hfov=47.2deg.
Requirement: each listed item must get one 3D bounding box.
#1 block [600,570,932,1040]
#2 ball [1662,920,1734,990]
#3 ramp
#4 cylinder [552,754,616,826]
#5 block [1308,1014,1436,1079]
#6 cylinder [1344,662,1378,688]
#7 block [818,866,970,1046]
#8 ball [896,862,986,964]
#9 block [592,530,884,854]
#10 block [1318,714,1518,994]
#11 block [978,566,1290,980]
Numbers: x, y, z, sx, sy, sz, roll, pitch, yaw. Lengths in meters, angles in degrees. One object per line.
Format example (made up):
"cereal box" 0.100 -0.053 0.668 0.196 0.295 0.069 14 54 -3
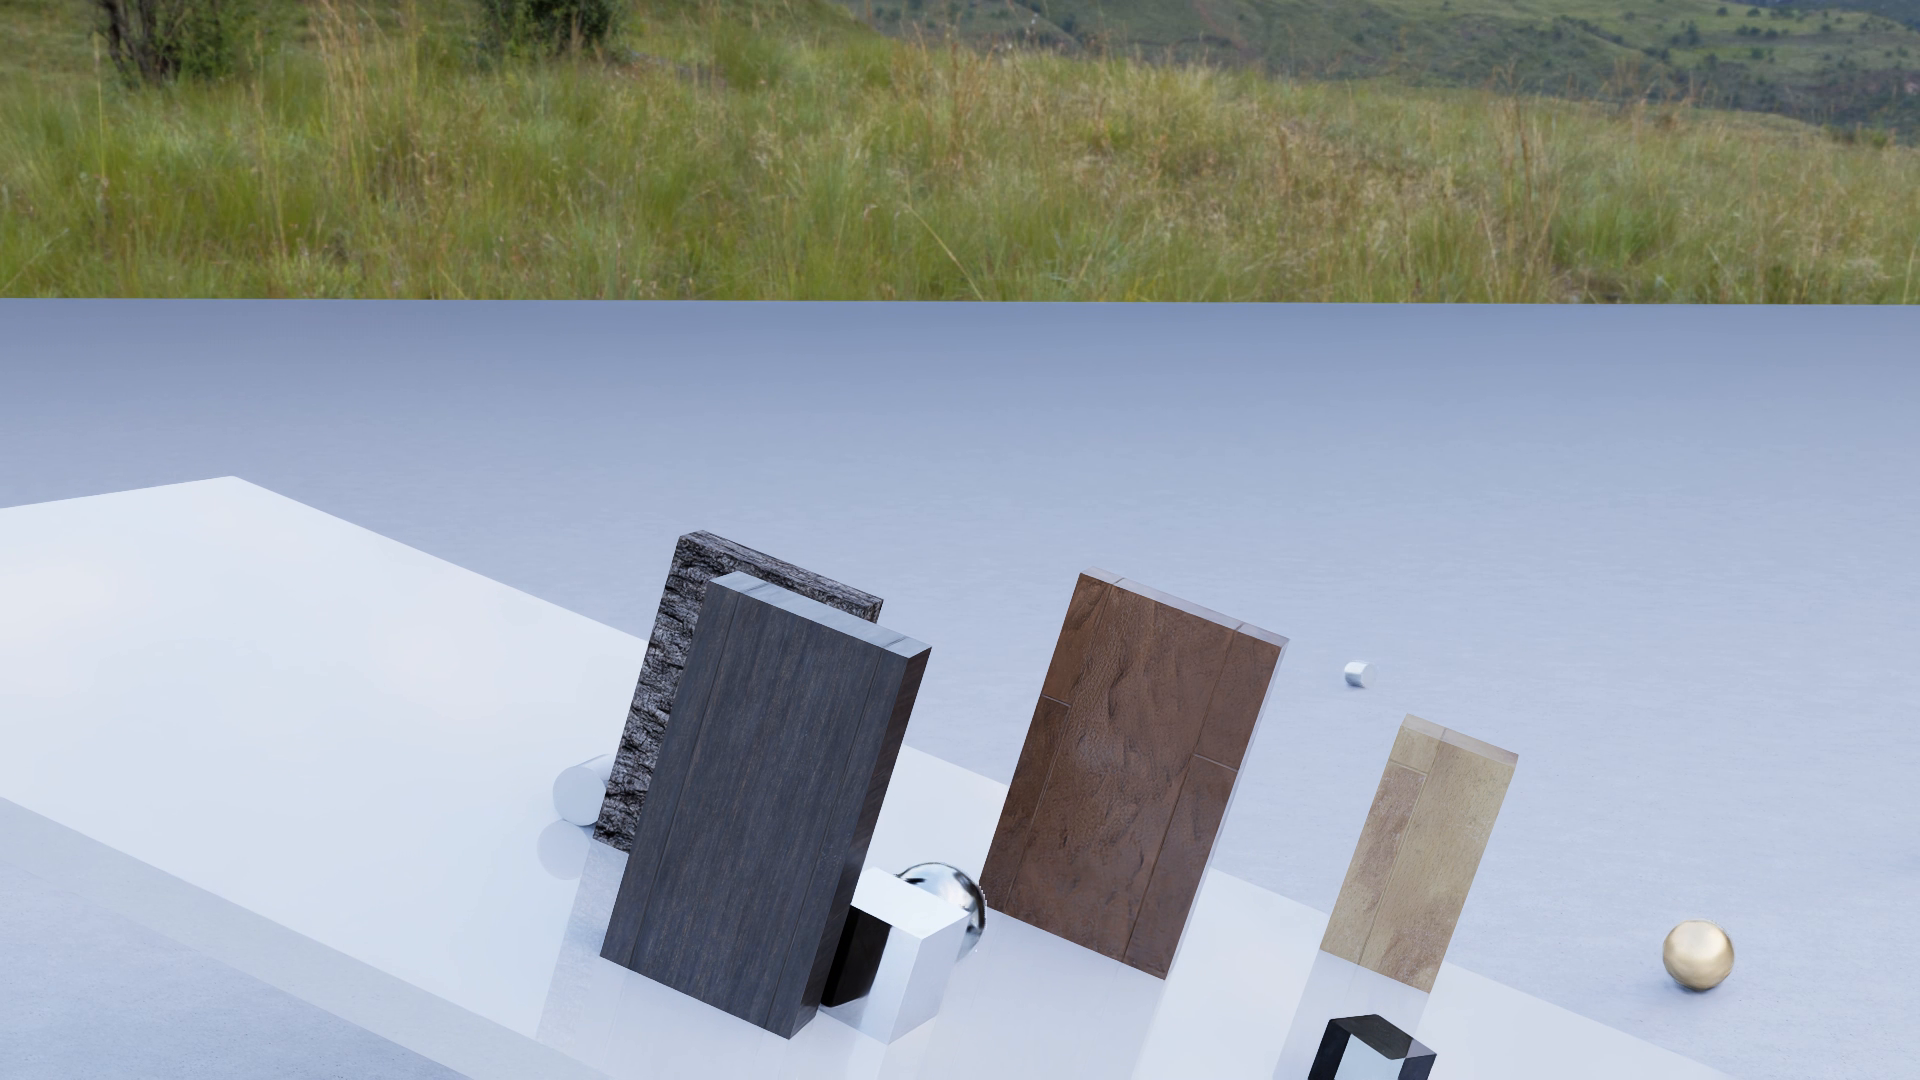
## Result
"block" -0.317 0.425 3.550 0.349 0.662 0.119 20 12 14
"ball" 1.914 1.075 5.703 0.179 0.179 0.179 0 7 0
"ramp" -0.357 0.674 4.226 4.000 0.100 2.000 20 12 14
"cylinder" -0.691 0.471 4.152 0.114 0.114 0.114 2 7 18
"block" 0.734 0.951 3.934 0.143 0.143 0.143 6 16 -43
"cylinder" 1.805 0.607 9.910 0.106 0.106 0.106 -5 8 -35
"block" -0.134 0.698 3.713 0.194 0.194 0.194 22 13 22
"ball" -0.050 0.675 3.949 0.191 0.191 0.191 0 7 0
"block" -0.409 0.330 4.013 0.371 0.599 0.103 20 12 14
"block" 0.975 0.664 4.675 0.247 0.521 0.137 20 12 14
"block" 0.328 0.451 4.279 0.409 0.698 0.103 20 12 14
